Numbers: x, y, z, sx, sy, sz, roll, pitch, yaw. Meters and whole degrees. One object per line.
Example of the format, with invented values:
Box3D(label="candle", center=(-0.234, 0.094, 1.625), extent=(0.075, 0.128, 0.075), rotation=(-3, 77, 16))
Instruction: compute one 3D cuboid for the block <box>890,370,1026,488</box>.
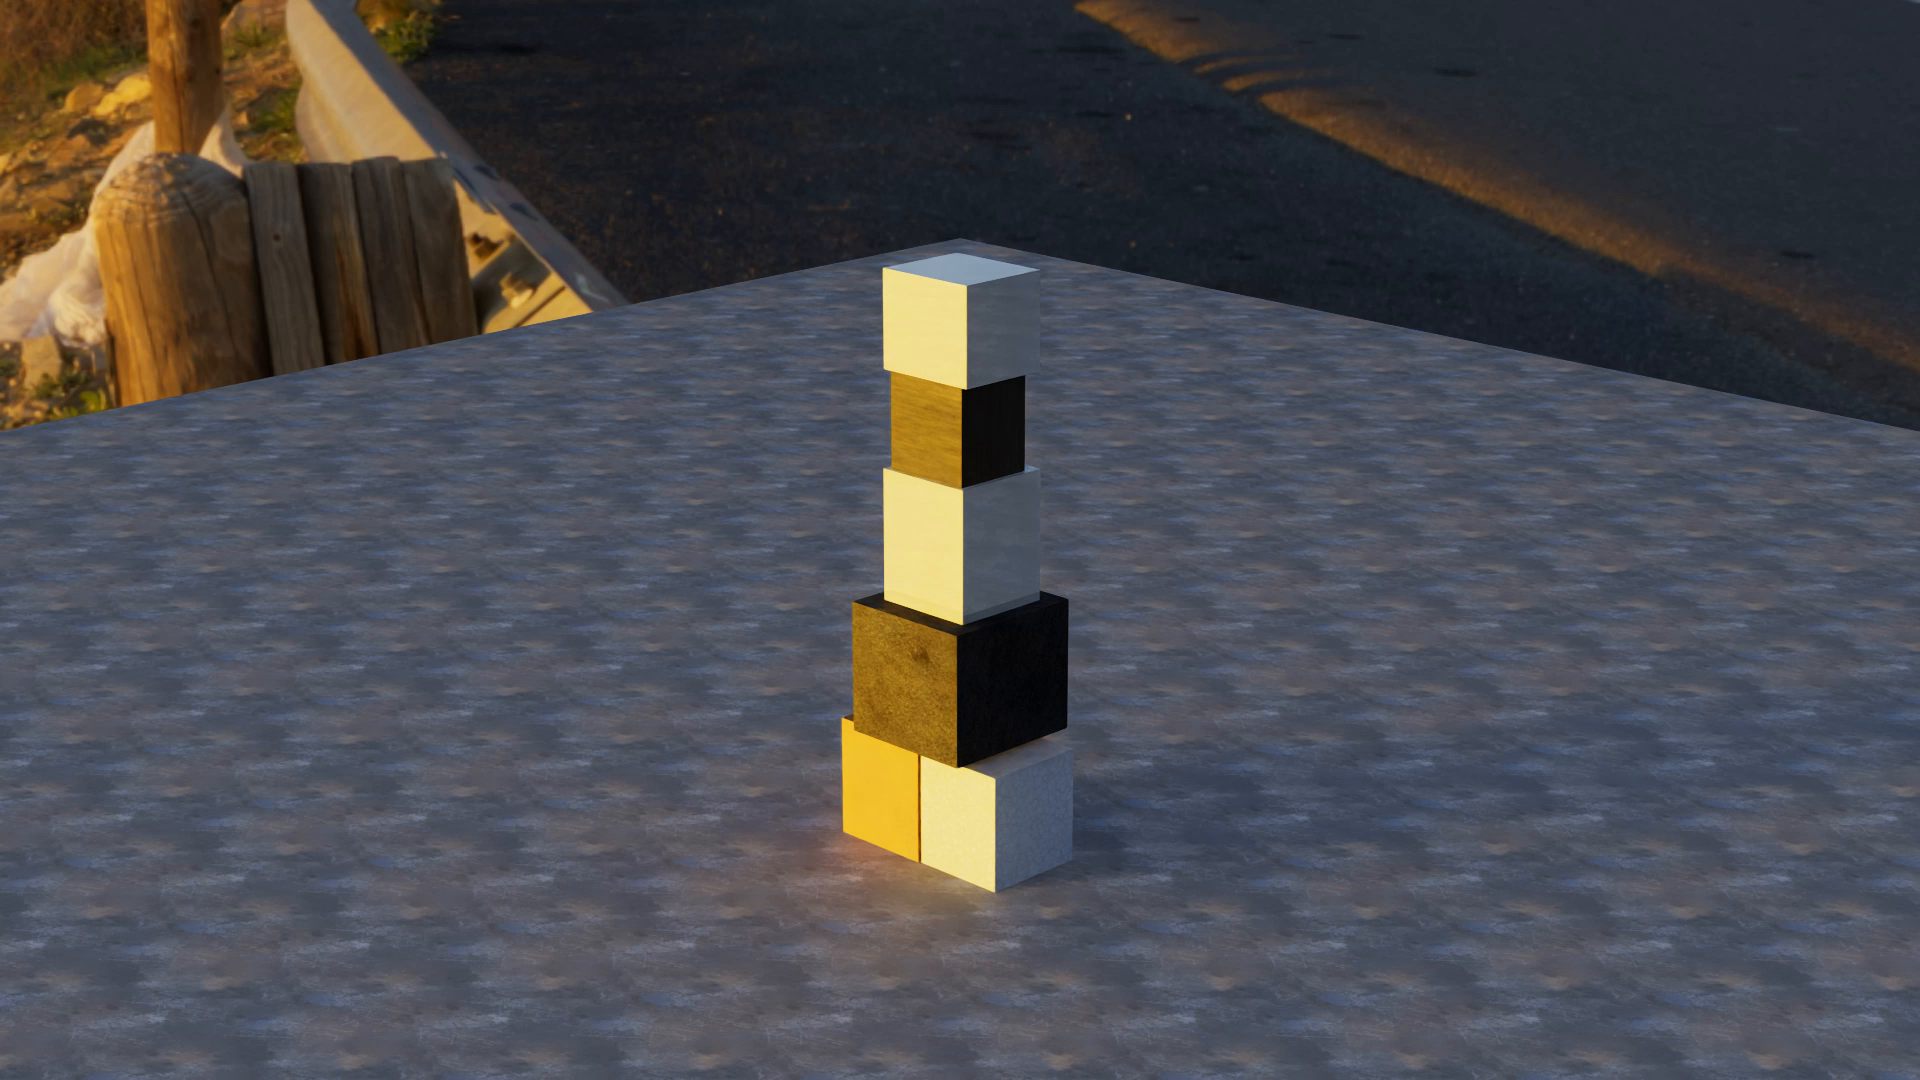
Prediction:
Box3D(label="block", center=(-0.009, -0.536, 13.164), extent=(0.403, 0.458, 0.447), rotation=(-17, 24, -42))

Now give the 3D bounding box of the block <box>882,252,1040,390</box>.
Box3D(label="block", center=(0.007, -0.980, 13.041), extent=(0.463, 0.462, 0.522), rotation=(-17, 24, -42))

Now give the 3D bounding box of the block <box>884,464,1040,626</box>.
Box3D(label="block", center=(0.010, -0.024, 13.344), extent=(0.499, 0.626, 0.506), rotation=(-17, 24, -42))

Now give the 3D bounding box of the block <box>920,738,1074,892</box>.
Box3D(label="block", center=(0.171, 1.226, 13.521), extent=(0.515, 0.552, 0.476), rotation=(-17, 24, -42))

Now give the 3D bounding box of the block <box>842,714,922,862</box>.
Box3D(label="block", center=(-0.180, 1.106, 13.861), extent=(0.549, 0.578, 0.510), rotation=(-17, 24, -42))

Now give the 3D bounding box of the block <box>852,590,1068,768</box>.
Box3D(label="block", center=(0.003, 0.577, 13.526), extent=(0.724, 0.631, 0.678), rotation=(-17, 24, -42))
